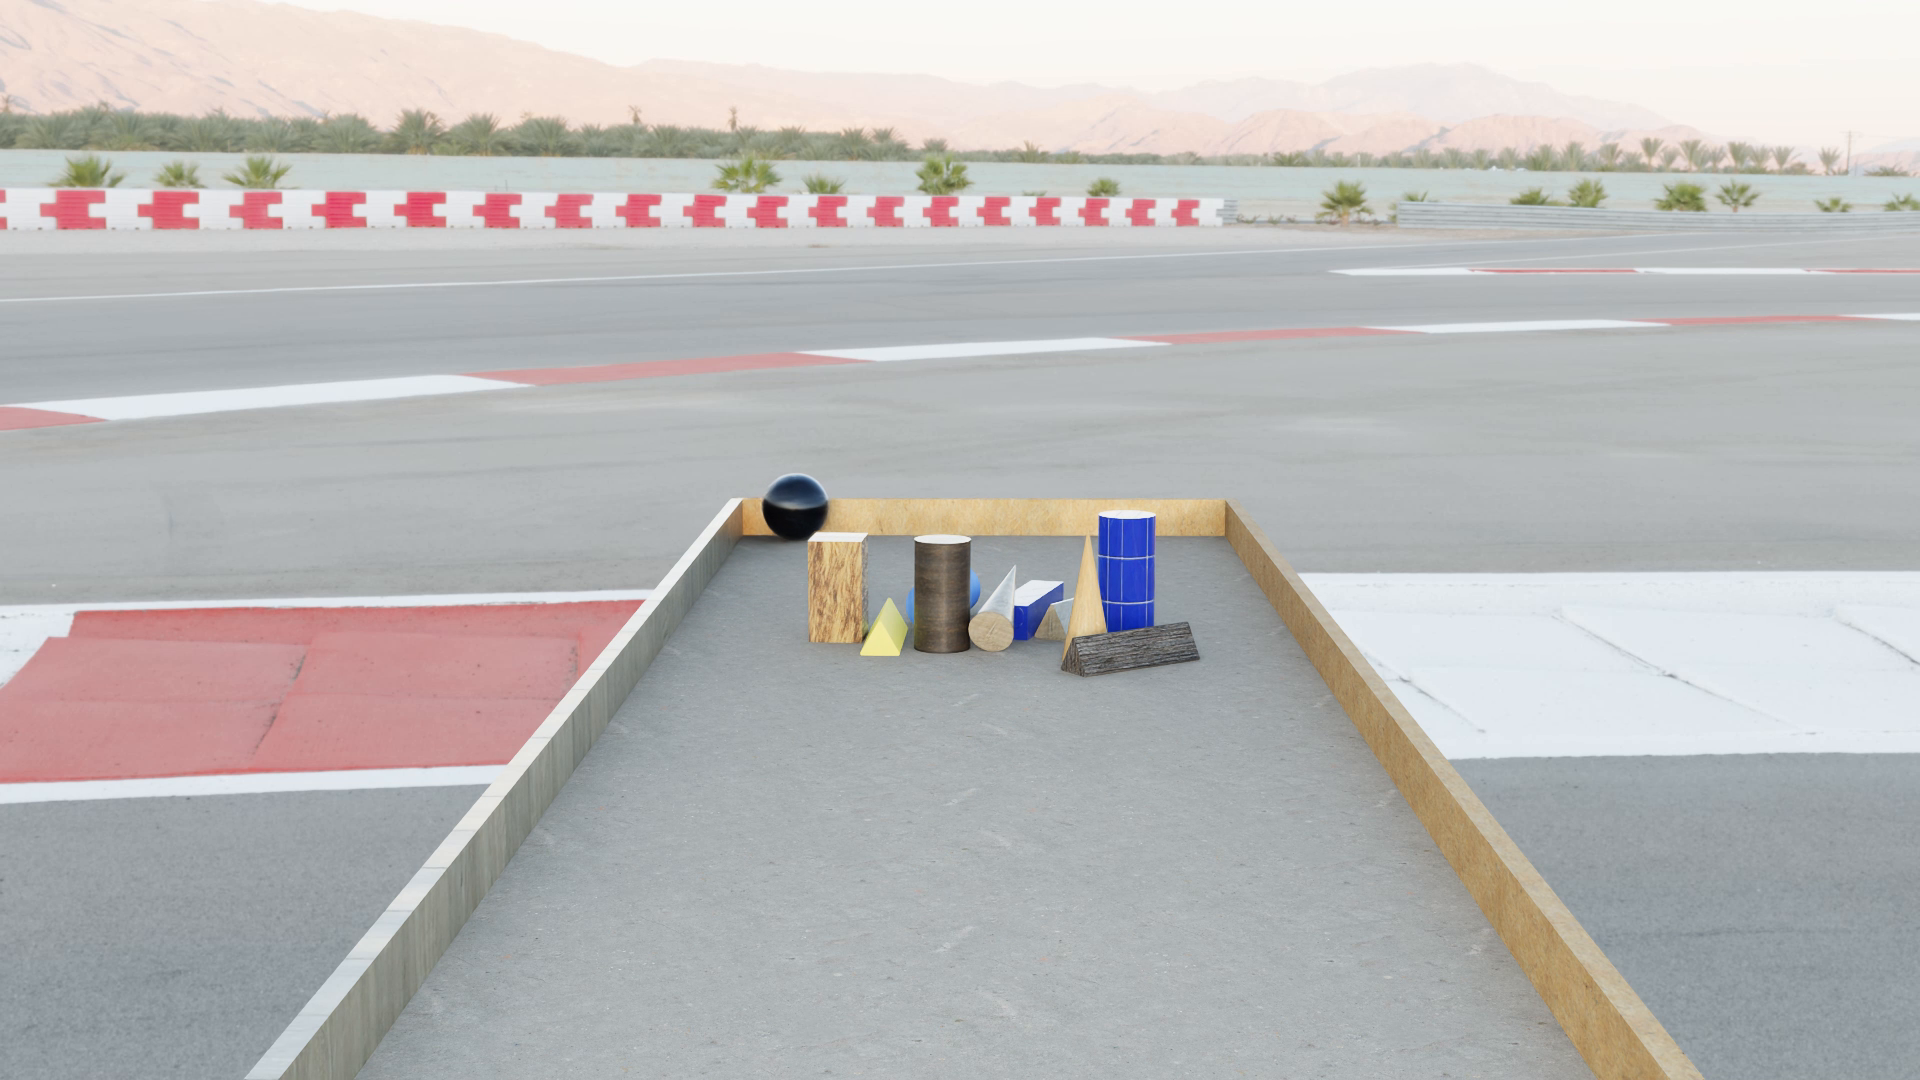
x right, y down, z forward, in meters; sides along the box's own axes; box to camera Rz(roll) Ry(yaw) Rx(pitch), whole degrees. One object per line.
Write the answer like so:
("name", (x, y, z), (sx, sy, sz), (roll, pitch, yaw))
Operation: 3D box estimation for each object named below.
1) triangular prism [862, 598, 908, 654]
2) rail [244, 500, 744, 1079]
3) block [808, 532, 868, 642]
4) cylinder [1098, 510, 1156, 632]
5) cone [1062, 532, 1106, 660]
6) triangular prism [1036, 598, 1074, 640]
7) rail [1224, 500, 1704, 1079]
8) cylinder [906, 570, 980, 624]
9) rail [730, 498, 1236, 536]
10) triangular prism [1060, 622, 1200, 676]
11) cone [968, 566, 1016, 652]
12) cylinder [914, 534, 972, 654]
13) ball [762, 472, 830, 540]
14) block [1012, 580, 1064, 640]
("triangular prism", (-0.238, 0.270, 6.955), (0.120, 0.104, 0.397), (0, 9, 2))
("rail", (-1.004, 0.839, 3.234), (0.050, 0.150, 12.000), (0, 9, 1))
("block", (-0.387, 0.151, 7.018), (0.169, 0.325, 0.169), (1, 9, 5))
("cylinder", (0.524, 0.122, 6.932), (0.180, 0.410, 0.180), (0, 9, 0))
("cone", (0.388, 0.161, 6.681), (0.153, 0.410, 0.153), (0, 9, 0))
("triangular prism", (0.420, 0.232, 7.170), (0.129, 0.112, 0.432), (7, 11, 36))
("rail", (1.046, 0.843, 3.208), (0.050, 0.150, 12.000), (0, 9, 1))
("cylinder", (-0.053, 0.189, 7.278), (0.169, 0.169, 0.344), (2, 9, 14))
("rail", (0.099, -0.098, 9.147), (2.100, 0.150, 0.050), (0, 9, 1))
("triangular prism", (0.516, 0.322, 6.621), (0.436, 0.107, 0.123), (-6, 11, -34))
("cone", (0.139, 0.181, 6.970), (0.142, 0.142, 0.420), (2, 30, 12))
("cylinder", (-0.055, 0.167, 6.852), (0.176, 0.345, 0.176), (0, 9, 0))
("ball", (-0.672, -0.136, 8.984), (0.276, 0.276, 0.276), (0, 9, 0))
("block", (0.228, 0.228, 7.214), (0.112, 0.112, 0.456), (3, 9, 17))
